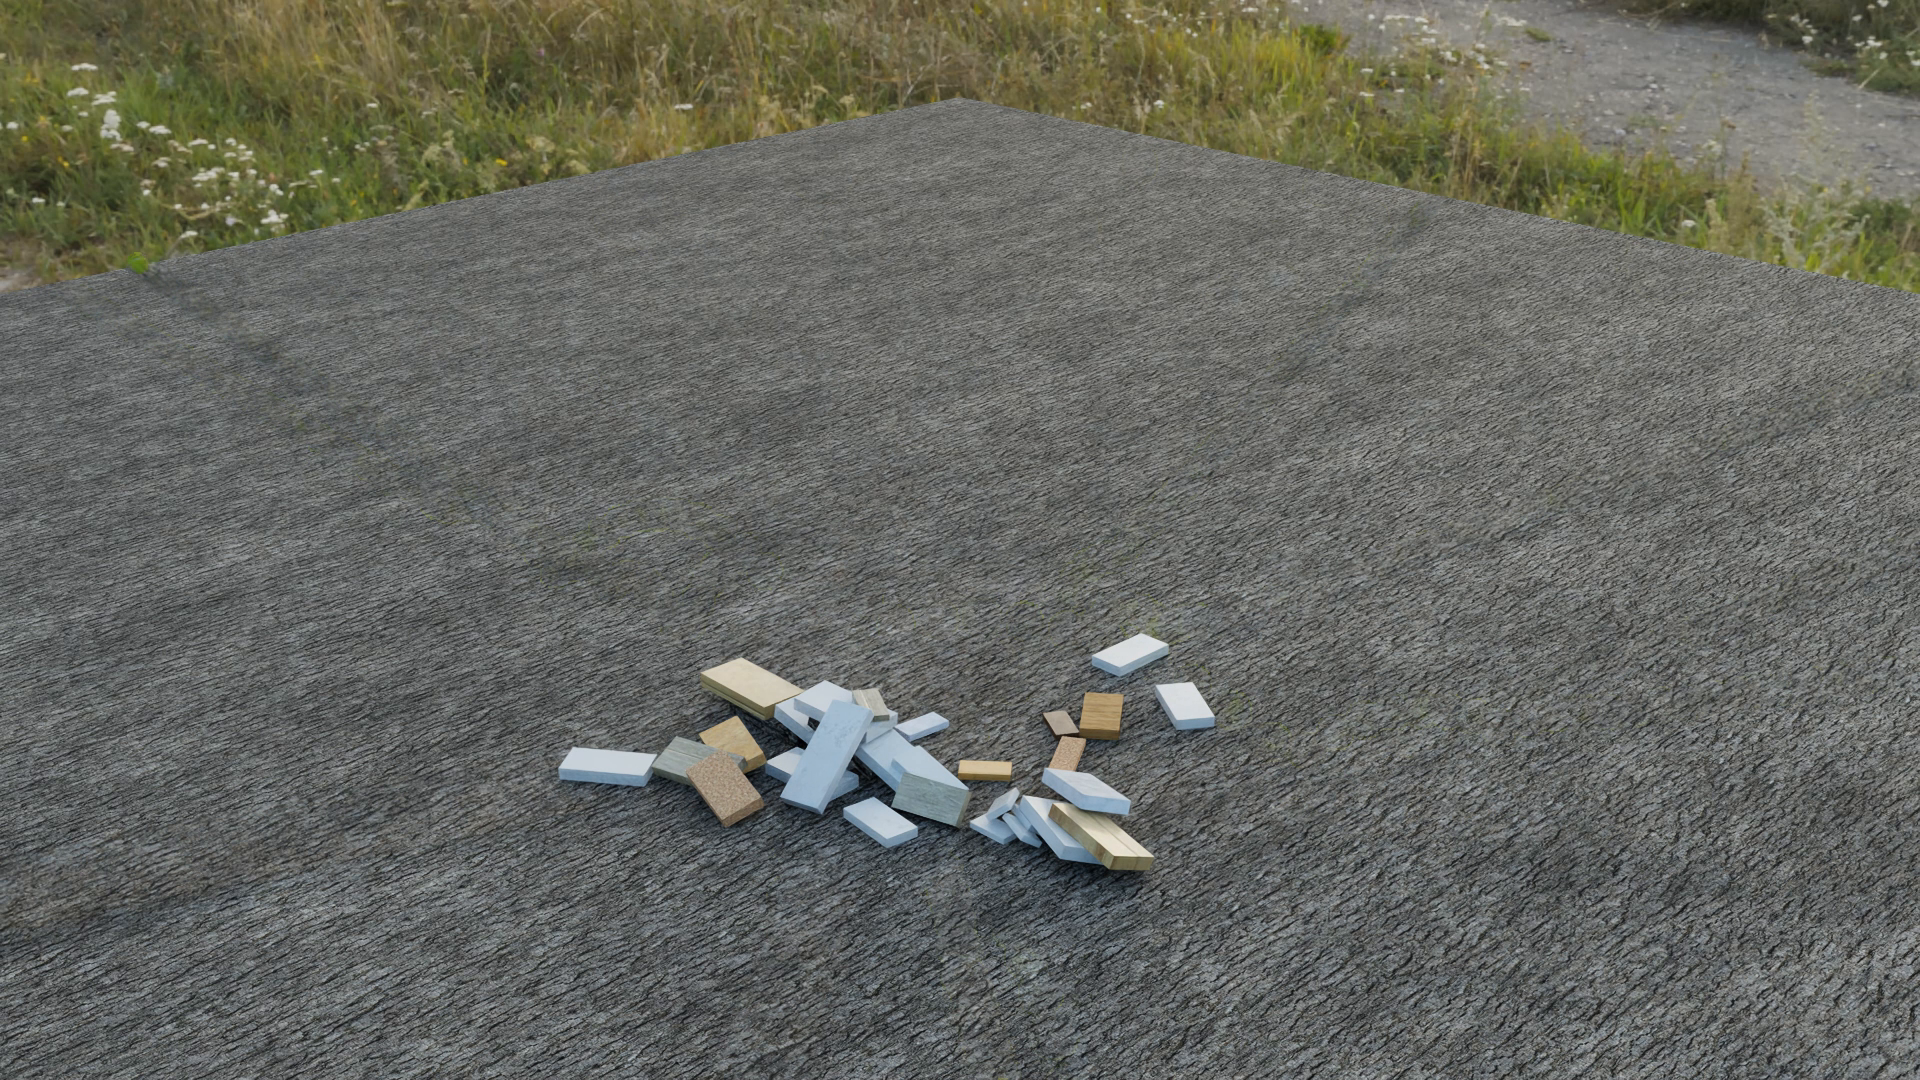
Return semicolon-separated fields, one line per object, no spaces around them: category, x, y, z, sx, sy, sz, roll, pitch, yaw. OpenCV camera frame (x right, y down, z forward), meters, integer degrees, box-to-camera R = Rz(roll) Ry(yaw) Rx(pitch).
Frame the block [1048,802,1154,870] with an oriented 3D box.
block;0.274;0.577;4.283;0.104;0.029;0.208;8;19;-38

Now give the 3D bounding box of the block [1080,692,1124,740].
block;0.311;0.386;4.821;0.086;0.024;0.171;3;23;7

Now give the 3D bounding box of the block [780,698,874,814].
block;-0.272;0.443;4.514;0.092;0.026;0.242;13;61;28

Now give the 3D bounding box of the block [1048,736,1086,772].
block;0.225;0.463;4.651;0.052;0.015;0.169;6;24;13

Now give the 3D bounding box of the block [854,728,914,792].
block;-0.128;0.463;4.557;0.101;0.029;0.202;-21;49;-41

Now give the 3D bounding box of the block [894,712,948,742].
block;-0.084;0.406;4.784;0.109;0.015;0.054;-18;29;-35

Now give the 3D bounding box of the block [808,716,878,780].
block;-0.217;0.419;4.634;0.101;0.029;0.202;-22;49;-41

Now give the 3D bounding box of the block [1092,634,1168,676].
block;0.396;0.266;5.103;0.171;0.024;0.085;-21;31;-40

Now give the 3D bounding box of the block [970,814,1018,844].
block;0.070;0.576;4.386;0.047;0.013;0.094;-21;31;-40

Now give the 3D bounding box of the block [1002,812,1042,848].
block;0.123;0.574;4.350;0.047;0.013;0.095;26;10;-30

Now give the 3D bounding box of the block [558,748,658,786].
block;-0.736;0.475;4.607;0.184;0.026;0.092;4;23;9

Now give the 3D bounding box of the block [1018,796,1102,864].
block;0.205;0.571;4.334;0.104;0.029;0.208;12;16;-27

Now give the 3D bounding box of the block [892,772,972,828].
block;-0.058;0.524;4.434;0.151;0.076;0.021;13;-15;28

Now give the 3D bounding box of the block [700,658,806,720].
block;-0.458;0.328;4.863;0.114;0.032;0.229;-20;30;-39

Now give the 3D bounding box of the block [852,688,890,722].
block;-0.188;0.348;4.617;0.054;0.015;0.109;-4;27;-15

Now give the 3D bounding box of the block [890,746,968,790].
block;-0.062;0.486;4.506;0.076;0.021;0.151;-22;49;-41

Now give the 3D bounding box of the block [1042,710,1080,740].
block;0.220;0.404;4.789;0.052;0.015;0.104;-6;24;-13

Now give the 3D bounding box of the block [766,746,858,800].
block;-0.309;0.488;4.578;0.184;0.026;0.092;20;30;39

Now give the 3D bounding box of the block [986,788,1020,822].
block;0.086;0.532;4.427;0.052;0.015;0.104;-32;3;16

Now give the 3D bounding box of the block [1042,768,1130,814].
block;0.253;0.506;4.437;0.104;0.029;0.208;10;6;-21

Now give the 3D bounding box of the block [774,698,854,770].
block;-0.279;0.405;4.702;0.114;0.032;0.229;-21;43;-40

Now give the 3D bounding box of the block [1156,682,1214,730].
block;0.497;0.367;4.866;0.086;0.024;0.171;-4;23;-10

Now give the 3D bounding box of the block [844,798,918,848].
block;-0.159;0.565;4.402;0.076;0.021;0.151;-16;28;-34

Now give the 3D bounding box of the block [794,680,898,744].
block;-0.242;0.361;4.634;0.202;0.029;0.101;22;31;32

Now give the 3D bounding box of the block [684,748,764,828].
block;-0.479;0.503;4.471;0.091;0.026;0.183;-29;41;-16

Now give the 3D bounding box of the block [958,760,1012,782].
block;0.053;0.483;4.603;0.109;0.015;0.054;2;23;4

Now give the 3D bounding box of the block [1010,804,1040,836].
block;0.139;0.560;4.393;0.047;0.013;0.095;26;9;-29

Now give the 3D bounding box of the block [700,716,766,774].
block;-0.481;0.441;4.656;0.091;0.026;0.183;-25;29;-13

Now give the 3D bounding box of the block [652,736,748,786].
block;-0.542;0.469;4.574;0.183;0.026;0.091;13;47;31

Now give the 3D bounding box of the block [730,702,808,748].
block;-0.387;0.386;4.811;0.114;0.032;0.229;-21;31;-40
